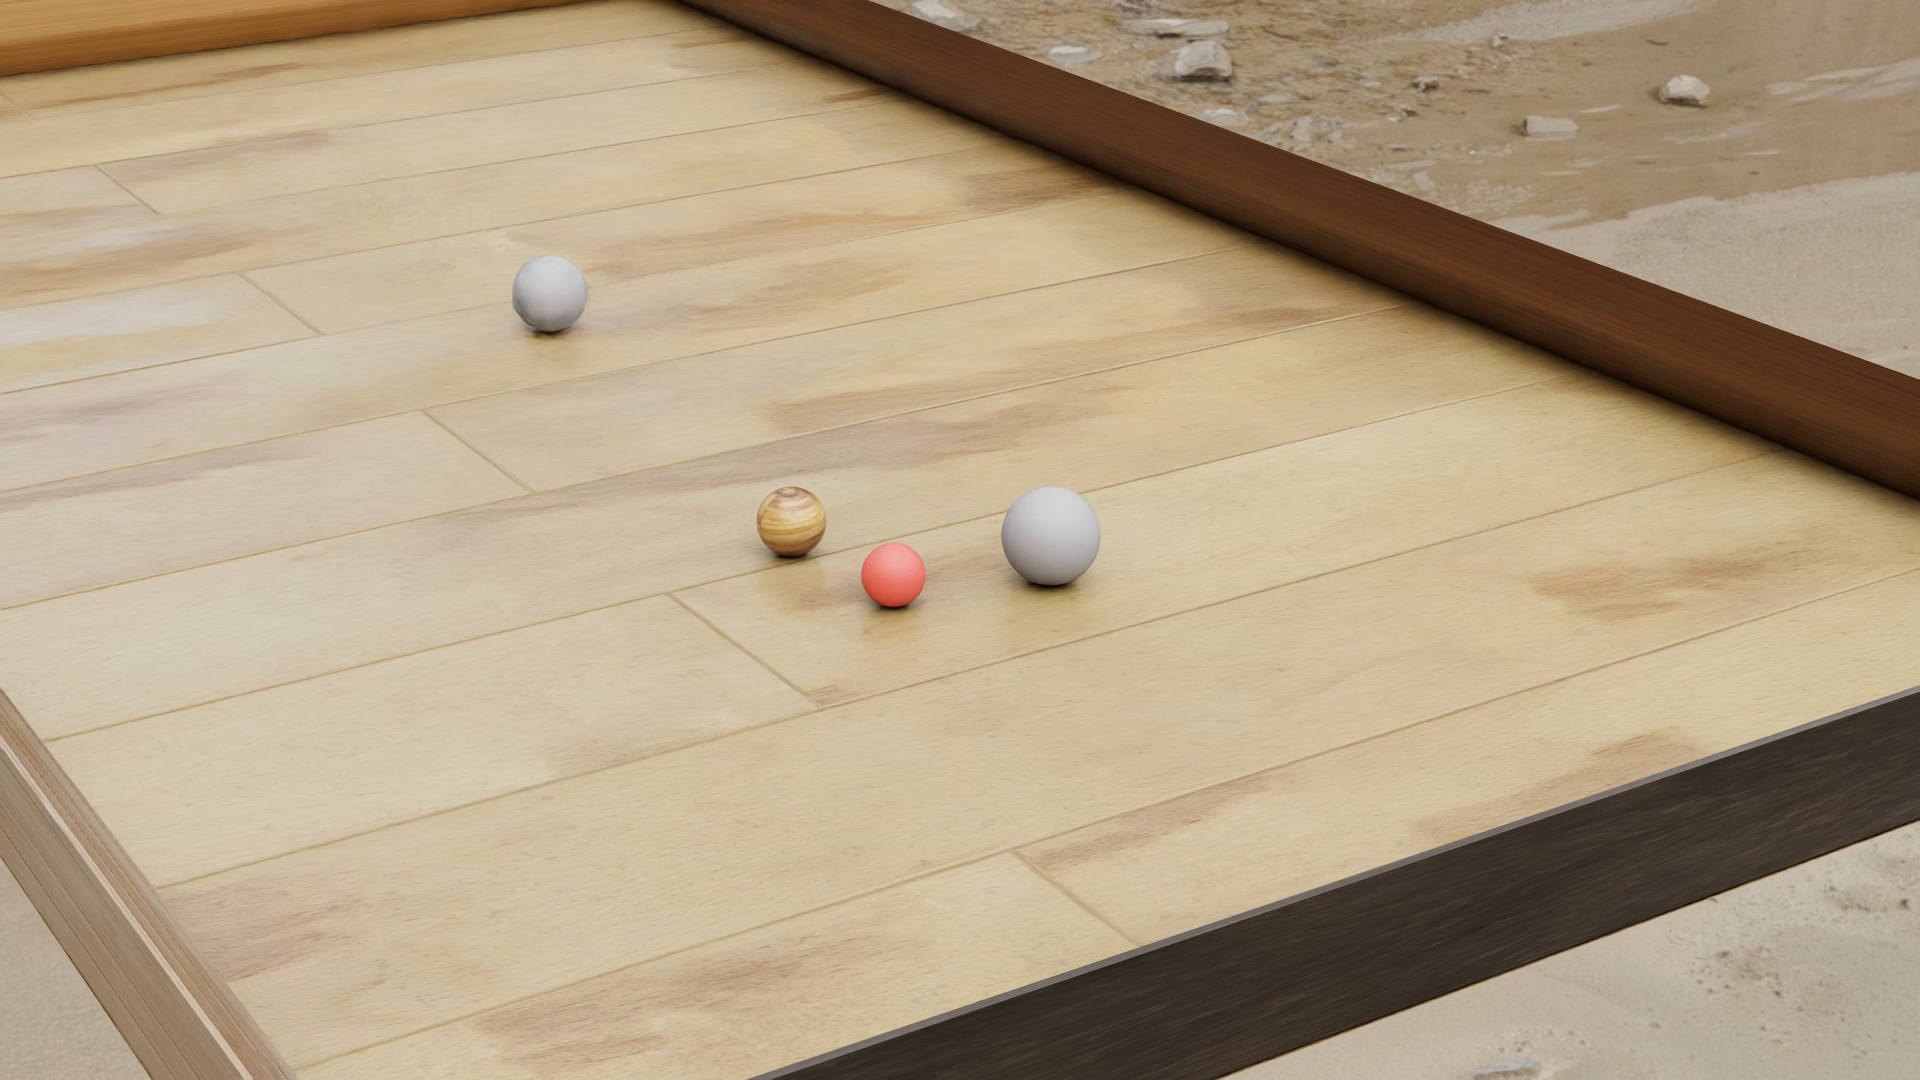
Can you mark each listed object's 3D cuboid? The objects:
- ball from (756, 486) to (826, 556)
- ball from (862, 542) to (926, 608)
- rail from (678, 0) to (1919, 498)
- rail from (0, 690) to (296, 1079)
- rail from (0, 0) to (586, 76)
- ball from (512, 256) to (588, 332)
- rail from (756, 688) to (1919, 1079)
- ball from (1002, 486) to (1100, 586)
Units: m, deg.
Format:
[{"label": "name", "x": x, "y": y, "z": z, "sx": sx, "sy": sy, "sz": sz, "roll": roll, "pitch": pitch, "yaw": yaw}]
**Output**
[{"label": "ball", "x": -0.138, "y": -0.015, "z": 2.404, "sx": 0.058, "sy": 0.058, "sz": 0.058, "roll": 0, "pitch": 23, "yaw": 0}, {"label": "ball", "x": -0.052, "y": 0.027, "z": 2.311, "sx": 0.051, "sy": 0.051, "sz": 0.051, "roll": 0, "pitch": 23, "yaw": 0}, {"label": "rail", "x": 0.271, "y": -0.405, "z": 3.273, "sx": 0.045, "sy": 0.103, "sz": 2.796, "roll": -14, "pitch": 26, "yaw": -29}, {"label": "rail", "x": -1.017, "y": -0.091, "z": 2.524, "sx": 0.045, "sy": 0.103, "sz": 2.796, "roll": -14, "pitch": 26, "yaw": -29}, {"label": "rail", "x": -1.106, "y": -0.697, "z": 3.971, "sx": 1.570, "sy": 0.103, "sz": 0.045, "roll": -14, "pitch": 26, "yaw": -29}, {"label": "ball", "x": -0.409, "y": -0.246, "z": 2.931, "sx": 0.075, "sy": 0.075, "sz": 0.075, "roll": 0, "pitch": 23, "yaw": 0}, {"label": "rail", "x": 0.360, "y": 0.201, "z": 1.826, "sx": 1.570, "sy": 0.103, "sz": 0.045, "roll": -14, "pitch": 26, "yaw": -29}, {"label": "ball", "x": 0.073, "y": -0.003, "z": 2.347, "sx": 0.080, "sy": 0.080, "sz": 0.080, "roll": 0, "pitch": 23, "yaw": 0}]
